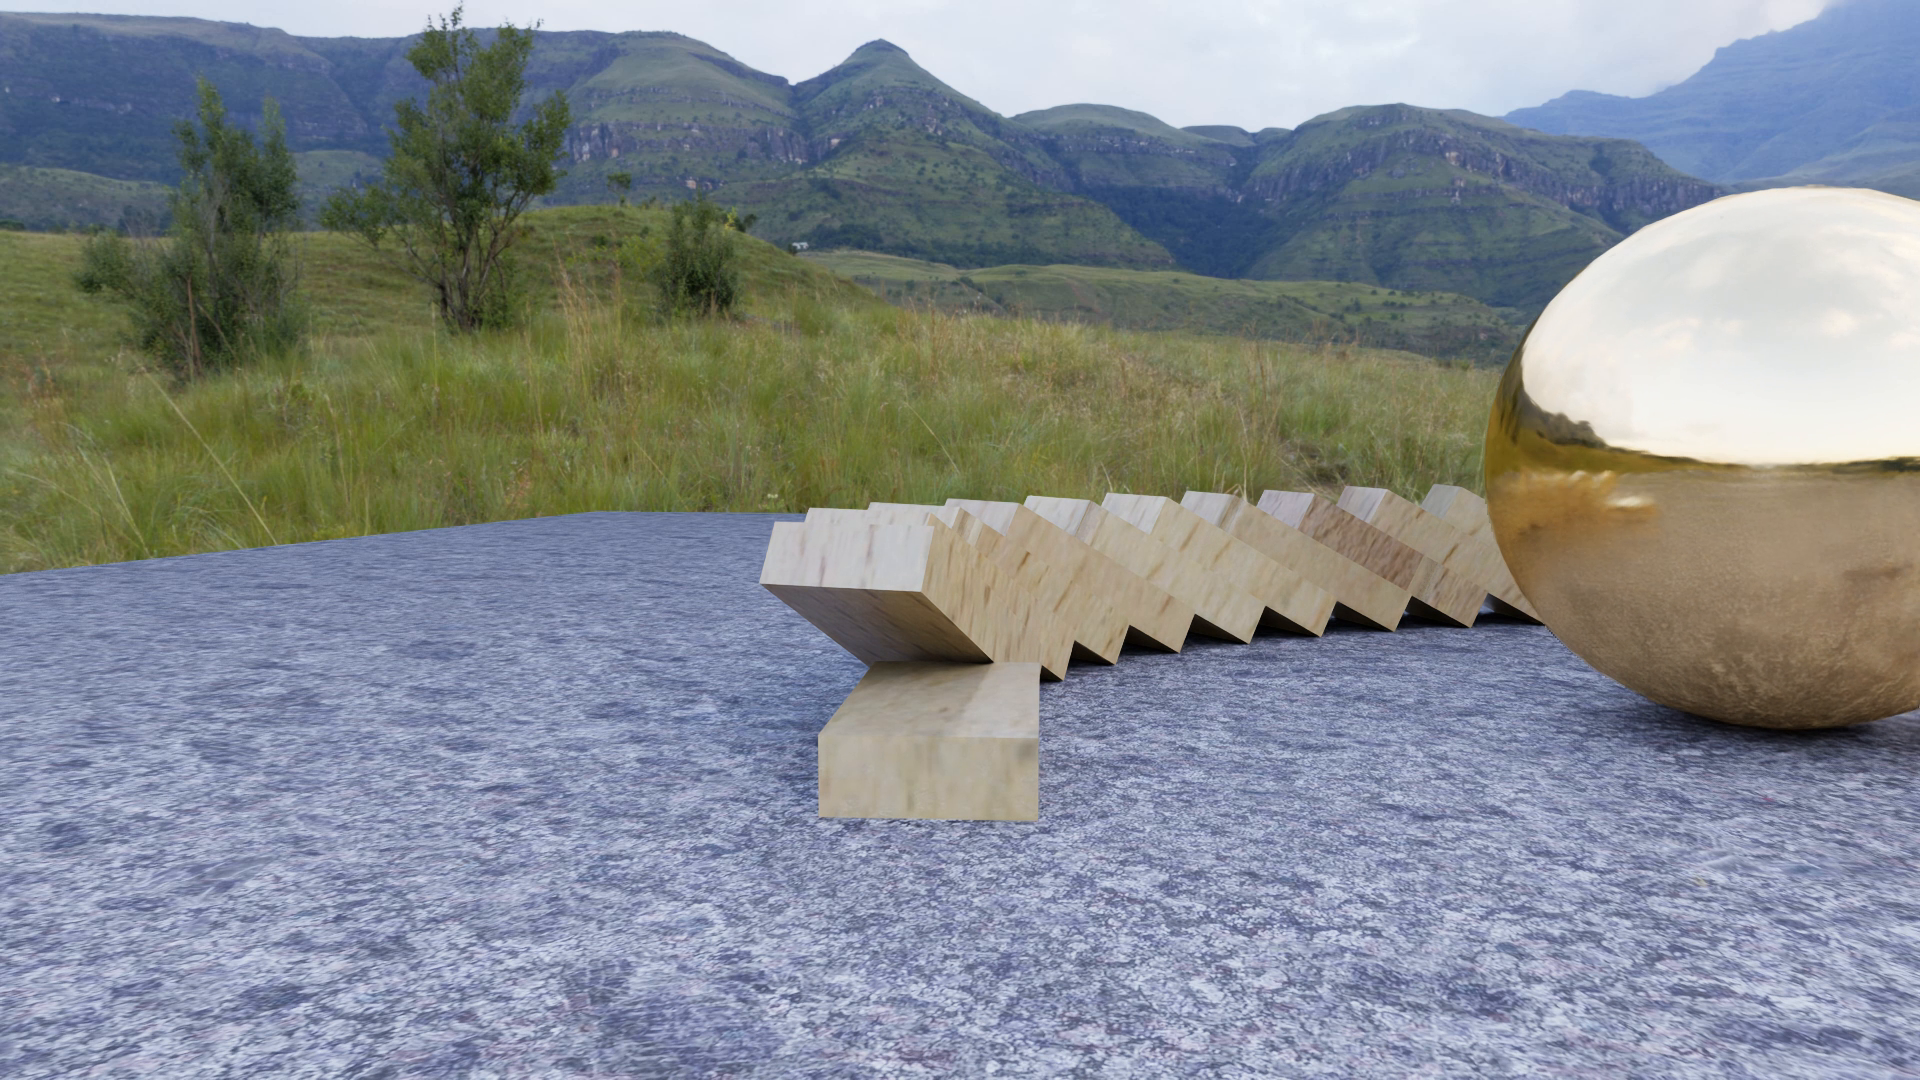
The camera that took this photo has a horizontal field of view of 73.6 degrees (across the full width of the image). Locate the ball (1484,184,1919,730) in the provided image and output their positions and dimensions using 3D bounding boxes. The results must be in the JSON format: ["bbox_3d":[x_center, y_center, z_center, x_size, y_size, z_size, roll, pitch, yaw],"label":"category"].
[{"bbox_3d":[0.122,-0.012,0.193,0.080,0.080,0.080,0,4,0],"label":"ball"}]

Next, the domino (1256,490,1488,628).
[{"bbox_3d":[0.096,0.004,0.303,0.050,0.010,0.025,27,-2,-13],"label":"domino"}]

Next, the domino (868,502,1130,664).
[{"bbox_3d":[0.007,0.009,0.242,0.050,0.010,0.025,32,-18,-38],"label":"domino"}]

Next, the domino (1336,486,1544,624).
[{"bbox_3d":[0.117,0.003,0.310,0.050,0.010,0.025,28,2,-6],"label":"domino"}]

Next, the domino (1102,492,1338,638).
[{"bbox_3d":[0.056,0.005,0.285,0.050,0.010,0.025,28,-7,-22],"label":"domino"}]

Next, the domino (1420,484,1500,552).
[{"bbox_3d":[0.139,0.003,0.314,0.050,0.009,0.025,29,7,3],"label":"domino"}]

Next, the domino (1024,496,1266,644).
[{"bbox_3d":[0.038,0.006,0.274,0.050,0.010,0.025,28,-9,-25],"label":"domino"}]

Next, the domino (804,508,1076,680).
[{"bbox_3d":[-0.003,0.010,0.221,0.025,0.010,0.050,3,-23,36],"label":"domino"}]

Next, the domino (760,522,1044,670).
[{"bbox_3d":[-0.007,0.012,0.197,0.025,0.009,0.050,2,-23,23],"label":"domino"}]

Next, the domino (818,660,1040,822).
[{"bbox_3d":[-0.002,0.025,0.170,0.025,0.010,0.050,0,4,4],"label":"domino"}]

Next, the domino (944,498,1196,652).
[{"bbox_3d":[0.021,0.007,0.260,0.050,0.010,0.025,30,-12,-31],"label":"domino"}]

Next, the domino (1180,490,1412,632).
[{"bbox_3d":[0.076,0.005,0.297,0.050,0.009,0.025,27,-3,-15],"label":"domino"}]
